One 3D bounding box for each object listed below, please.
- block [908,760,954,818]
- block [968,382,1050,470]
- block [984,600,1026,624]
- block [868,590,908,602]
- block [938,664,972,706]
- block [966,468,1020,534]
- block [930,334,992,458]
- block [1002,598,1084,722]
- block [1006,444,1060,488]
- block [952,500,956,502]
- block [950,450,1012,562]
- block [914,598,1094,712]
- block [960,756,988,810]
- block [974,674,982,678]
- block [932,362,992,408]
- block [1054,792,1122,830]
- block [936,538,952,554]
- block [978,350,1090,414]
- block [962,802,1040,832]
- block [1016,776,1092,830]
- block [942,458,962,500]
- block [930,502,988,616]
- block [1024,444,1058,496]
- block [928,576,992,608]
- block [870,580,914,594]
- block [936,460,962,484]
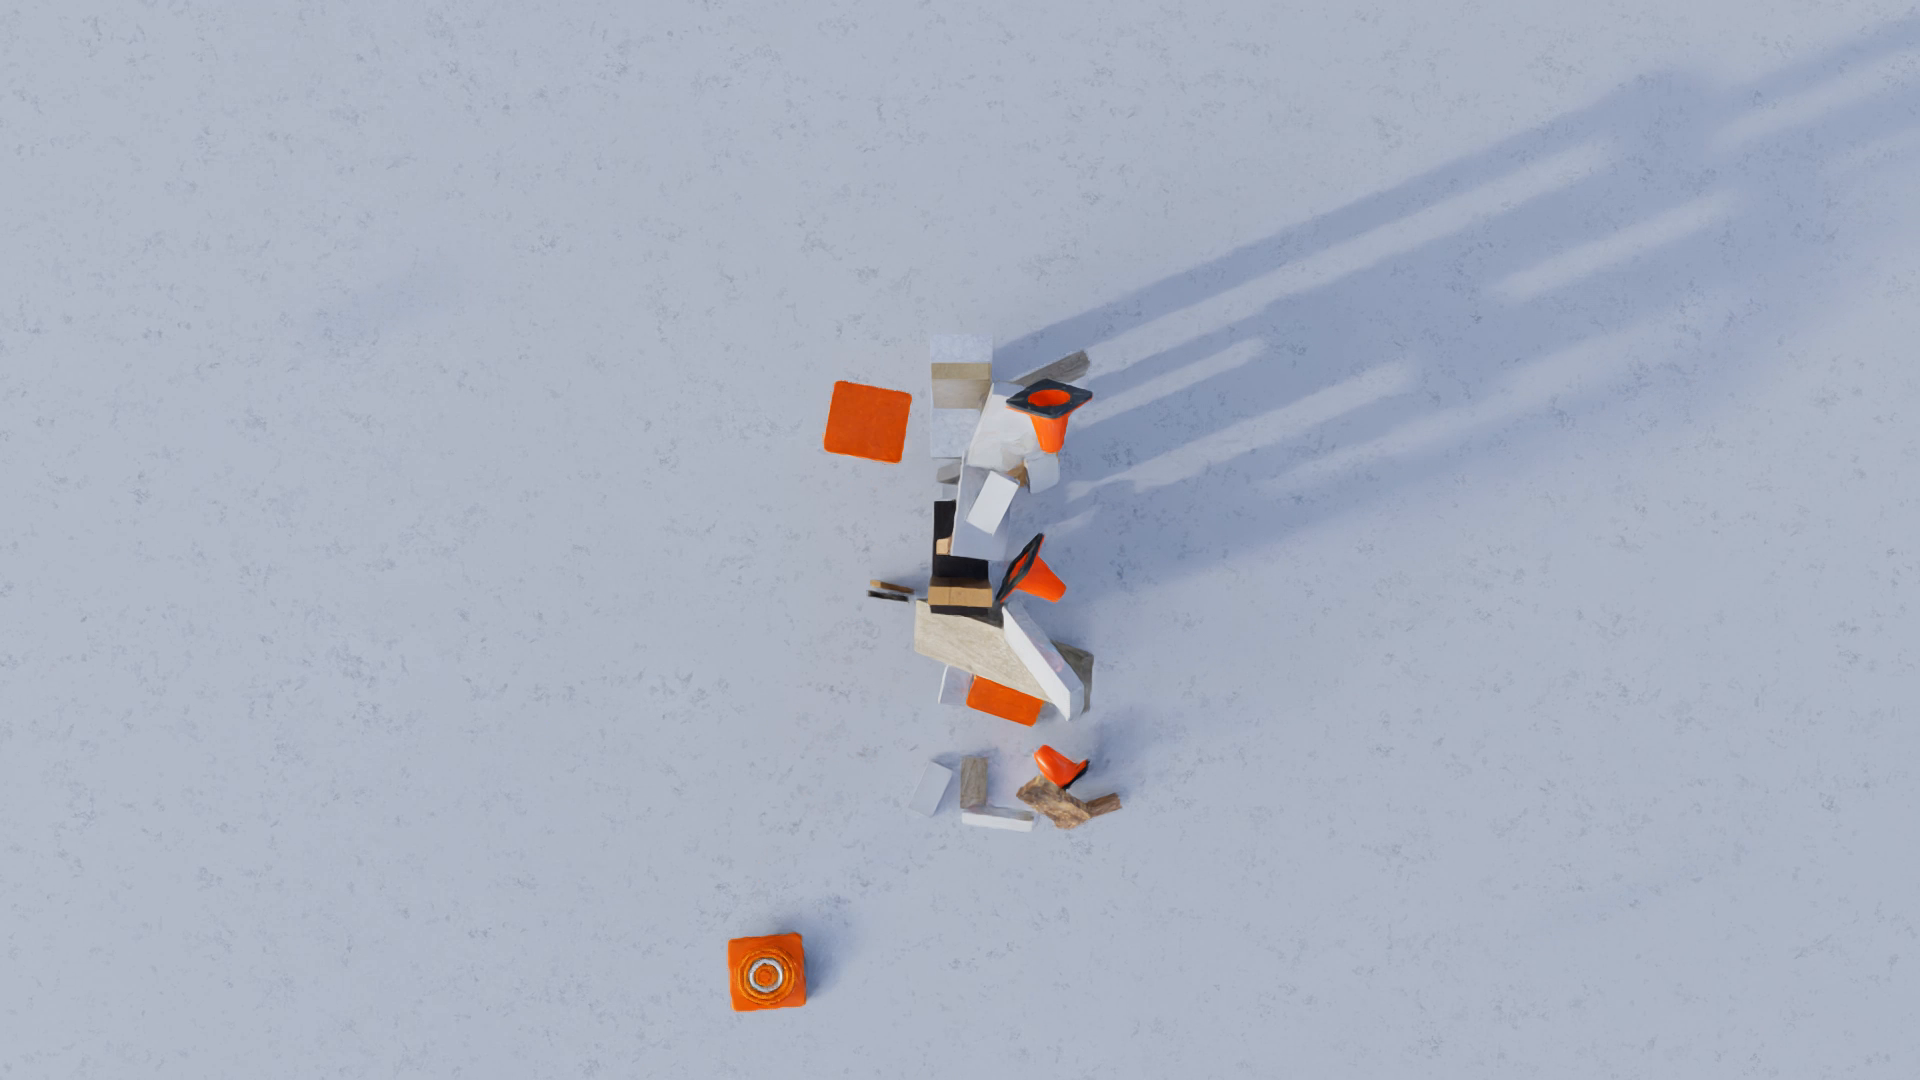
[{"bbox_3d":[-0.098,0.828,5.488,0.086,0.024,0.173,25,90,0],"label":"block"},{"bbox_3d":[0.131,-0.303,4.461,0.156,0.312,0.044,8,55,-9],"label":"block"},{"bbox_3d":[0.136,0.246,5.489,0.161,0.023,0.081,12,90,0],"label":"block"},{"bbox_3d":[-0.238,0.186,5.459,0.129,0.064,0.018,9,88,-8],"label":"block"},{"bbox_3d":[-0.011,0.464,5.455,0.086,0.024,0.173,9,107,-11],"label":"block"},{"bbox_3d":[0.092,-0.108,4.533,0.086,0.024,0.172,27,120,1],"label":"block"},{"bbox_3d":[0.005,-0.413,4.743,0.177,0.050,0.355,0,90,0],"label":"block"},{"bbox_3d":[0.246,0.357,4.895,0.050,0.176,0.353,-28,59,-16],"label":"block"},{"bbox_3d":[0.194,-0.195,4.565,0.172,0.086,0.024,-33,68,-5],"label":"block"},{"bbox_3d":[-0.003,-0.130,5.387,0.053,0.015,0.105,0,90,0],"label":"block"},{"bbox_3d":[0.065,-0.095,4.615,0.148,0.042,0.296,7,89,-9],"label":"block"},{"bbox_3d":[0.122,0.354,5.185,0.050,0.768,0.176,-8,106,-41],"label":"block"},{"bbox_3d":[0.046,0.810,5.488,0.086,0.024,0.173,2,90,0],"label":"block"},{"bbox_3d":[0.077,0.372,5.476,0.081,0.023,0.161,-10,91,-16],"label":"block"},{"bbox_3d":[0.003,-0.418,4.502,0.156,0.430,0.044,0,85,0],"label":"block"},{"bbox_3d":[0.418,0.895,5.444,0.225,0.112,0.032,-18,92,0],"label":"block"},{"bbox_3d":[0.022,0.020,4.782,0.148,0.296,0.042,2,89,-7],"label":"block"},{"bbox_3d":[0.201,-0.424,4.536,0.312,0.156,0.044,-25,85,-3],"label":"block"},{"bbox_3d":[0.130,0.876,5.217,0.225,0.113,0.032,5,98,16],"label":"block"},{"bbox_3d":[0.305,0.846,5.307,0.225,0.032,0.113,35,129,-20],"label":"block"},{"bbox_3d":[0.002,-0.239,5.139,0.112,0.032,0.225,0,90,0],"label":"block"},{"bbox_3d":[0.002,0.055,4.961,0.169,0.048,0.338,2,90,-1],"label":"block"},{"bbox_3d":[0.224,-0.192,4.531,0.086,0.172,0.024,-22,61,-7],"label":"block"},{"bbox_3d":[0.000,0.147,4.759,0.176,0.353,0.050,3,93,-1],"label":"block"},{"bbox_3d":[-0.222,0.156,5.439,0.129,0.064,0.018,13,89,-32],"label":"block"},{"bbox_3d":[0.038,-0.192,4.877,0.148,0.481,0.042,8,89,-9],"label":"block"}]
